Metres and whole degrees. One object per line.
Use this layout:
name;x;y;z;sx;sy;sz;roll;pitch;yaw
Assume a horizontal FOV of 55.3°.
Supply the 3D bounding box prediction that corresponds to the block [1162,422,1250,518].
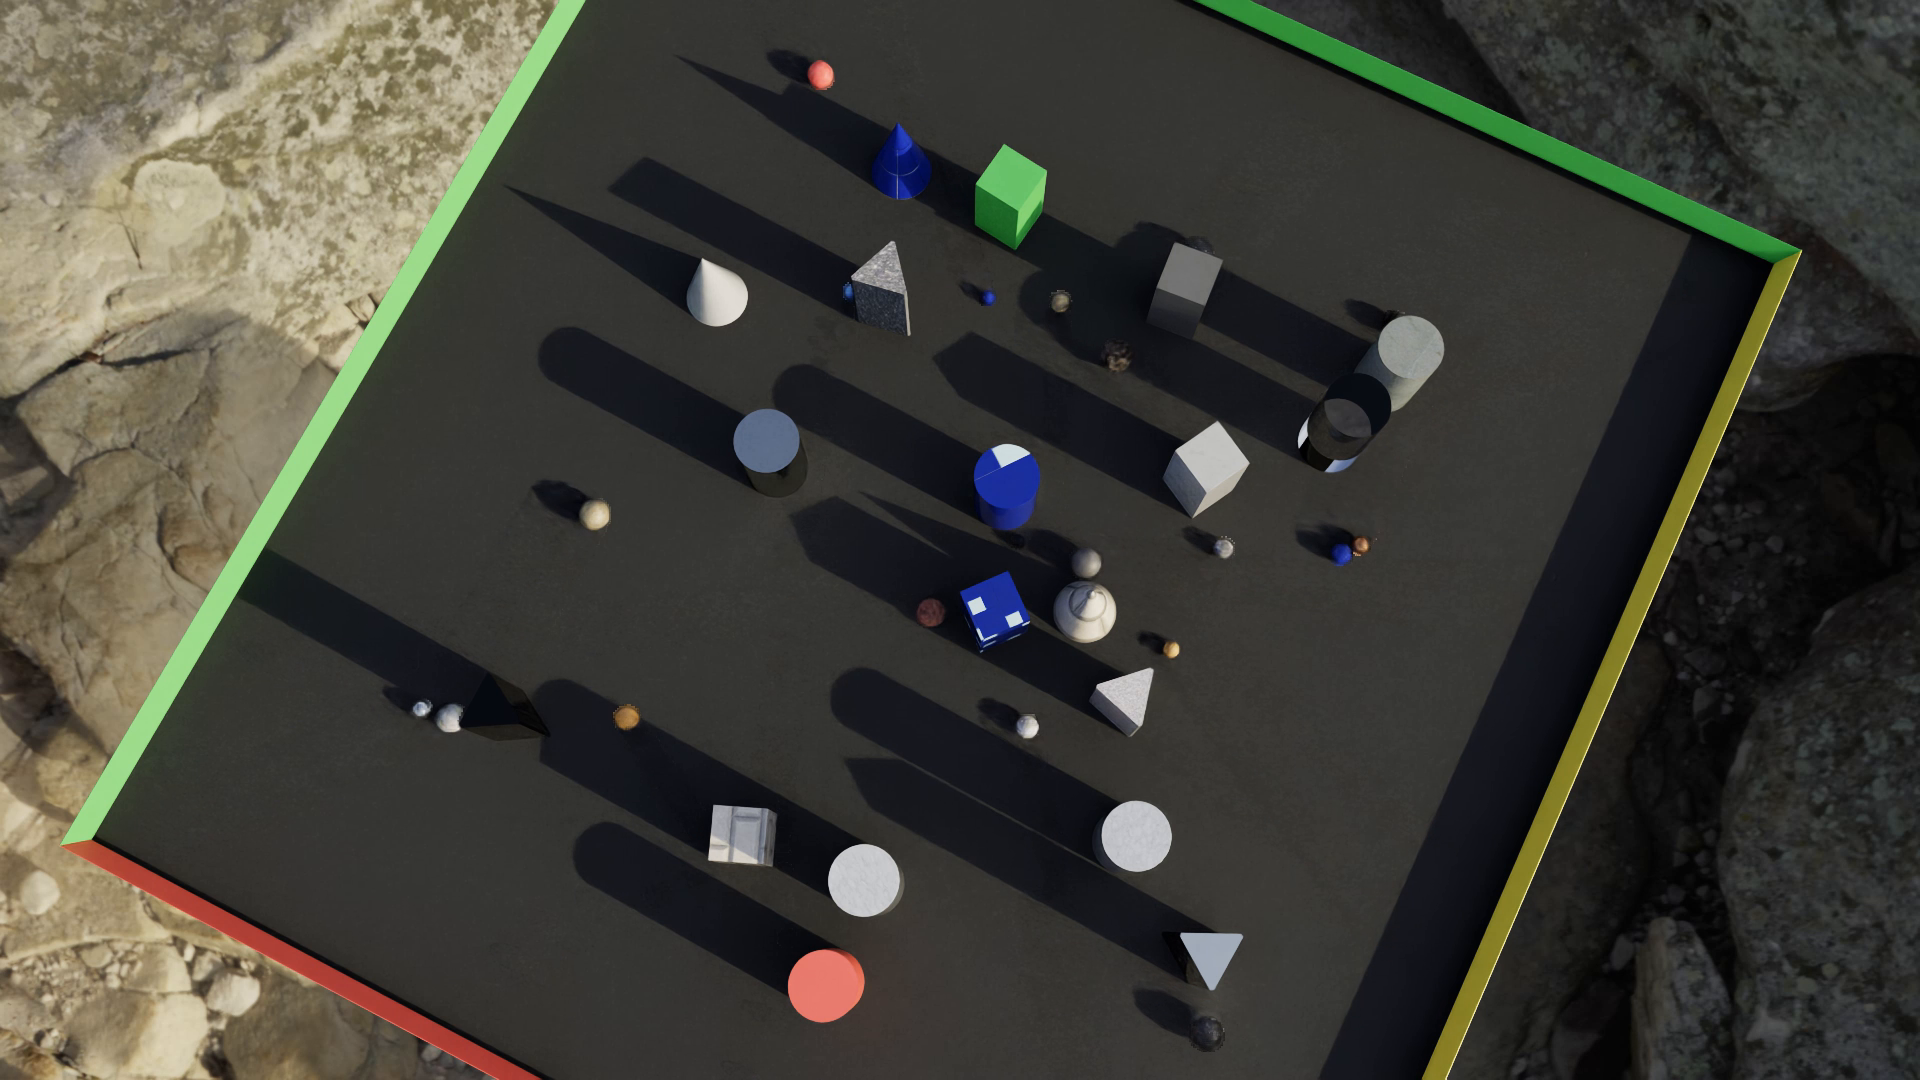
block;0.731;-0.206;5.481;0.155;0.349;0.155;-34;80;-7

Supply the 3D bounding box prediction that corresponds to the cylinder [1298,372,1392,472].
cylinder;1.144;-0.345;5.473;0.193;0.421;0.193;0;78;0

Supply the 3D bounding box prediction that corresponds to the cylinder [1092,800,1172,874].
cylinder;0.487;0.856;5.244;0.193;0.382;0.193;0;78;0

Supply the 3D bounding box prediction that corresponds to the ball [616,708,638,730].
ball;-0.994;0.533;5.471;0.068;0.068;0.068;0;78;0

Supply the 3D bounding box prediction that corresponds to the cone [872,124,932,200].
cone;-0.187;-1.218;5.681;0.193;0.367;0.193;0;78;0

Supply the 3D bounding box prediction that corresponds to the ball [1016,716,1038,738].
ball;0.200;0.557;5.466;0.069;0.069;0.069;0;78;0

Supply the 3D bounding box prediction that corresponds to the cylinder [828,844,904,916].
cylinder;-0.260;0.967;5.181;0.193;0.461;0.193;0;78;0

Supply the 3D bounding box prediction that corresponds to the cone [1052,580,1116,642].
cone;0.379;0.182;5.403;0.193;0.344;0.193;0;78;0

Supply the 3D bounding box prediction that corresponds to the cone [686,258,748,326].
cone;-0.766;-0.801;5.606;0.193;0.345;0.193;0;78;0

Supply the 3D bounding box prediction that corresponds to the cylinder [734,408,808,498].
cylinder;-0.564;-0.257;5.505;0.193;0.323;0.193;0;78;0

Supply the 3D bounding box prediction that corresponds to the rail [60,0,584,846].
rail;-1.701;-0.826;5.722;0.045;0.126;3.961;26;80;5

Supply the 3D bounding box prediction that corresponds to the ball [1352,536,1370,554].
ball;1.221;0.015;5.585;0.057;0.057;0.057;0;78;0

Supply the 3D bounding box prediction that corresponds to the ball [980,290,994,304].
ball;0.087;-0.761;5.752;0.044;0.044;0.044;0;78;0

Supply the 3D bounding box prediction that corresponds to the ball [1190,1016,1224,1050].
ball;0.711;1.419;5.274;0.095;0.095;0.095;0;78;0

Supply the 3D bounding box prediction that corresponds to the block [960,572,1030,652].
block;0.101;0.215;5.441;0.155;0.256;0.155;-23;79;-5

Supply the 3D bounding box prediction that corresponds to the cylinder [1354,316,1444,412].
cylinder;1.320;-0.528;5.540;0.193;0.364;0.193;0;78;0

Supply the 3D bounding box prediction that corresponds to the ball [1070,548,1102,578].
ball;0.382;0.069;5.555;0.093;0.093;0.093;0;78;0

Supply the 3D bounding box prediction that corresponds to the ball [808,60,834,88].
ball;-0.449;-1.495;5.883;0.084;0.084;0.084;0;78;0

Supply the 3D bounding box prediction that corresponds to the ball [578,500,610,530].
ball;-1.114;-0.077;5.584;0.094;0.094;0.094;0;78;0

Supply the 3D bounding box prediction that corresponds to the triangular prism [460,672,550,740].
triangular prism;-1.316;0.483;5.315;0.167;0.395;0.145;-4;78;-1

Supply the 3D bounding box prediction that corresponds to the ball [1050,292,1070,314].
ball;0.314;-0.742;5.738;0.063;0.063;0.063;0;78;0

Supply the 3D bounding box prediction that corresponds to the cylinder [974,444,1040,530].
cylinder;0.137;-0.155;5.493;0.193;0.305;0.193;0;78;0

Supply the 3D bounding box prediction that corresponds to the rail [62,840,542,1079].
rail;-0.875;1.721;5.195;3.852;0.126;0.045;26;80;5

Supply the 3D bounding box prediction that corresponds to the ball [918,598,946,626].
ball;-0.087;0.219;5.528;0.086;0.086;0.086;0;78;0

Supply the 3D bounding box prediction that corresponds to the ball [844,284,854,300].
ball;-0.339;-0.777;5.753;0.047;0.047;0.047;0;78;0

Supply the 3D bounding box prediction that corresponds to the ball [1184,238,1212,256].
ball;0.746;-0.904;5.756;0.093;0.093;0.093;0;78;0

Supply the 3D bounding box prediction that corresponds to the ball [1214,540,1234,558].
ball;0.802;0.027;5.581;0.059;0.059;0.059;0;78;0

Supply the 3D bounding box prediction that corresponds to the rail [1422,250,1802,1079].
rail;1.701;0.840;5.378;0.045;0.126;3.961;26;80;5

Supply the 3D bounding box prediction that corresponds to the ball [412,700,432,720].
ball;-1.612;0.506;5.482;0.058;0.058;0.058;0;78;0

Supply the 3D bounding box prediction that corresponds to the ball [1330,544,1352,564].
ball;1.161;0.042;5.575;0.063;0.063;0.063;0;78;0

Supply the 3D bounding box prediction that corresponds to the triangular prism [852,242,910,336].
triangular prism;-0.218;-0.773;5.575;0.167;0.394;0.145;17;79;3

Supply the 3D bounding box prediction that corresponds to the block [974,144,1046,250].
block;0.154;-1.056;5.666;0.155;0.330;0.155;33;80;6

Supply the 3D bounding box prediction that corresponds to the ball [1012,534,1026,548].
ball;0.182;0.004;5.594;0.042;0.042;0.042;0;78;0

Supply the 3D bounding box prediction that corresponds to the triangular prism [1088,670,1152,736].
triangular prism;0.498;0.451;5.358;0.167;0.323;0.145;42;81;8

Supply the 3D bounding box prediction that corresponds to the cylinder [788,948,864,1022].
cylinder;-0.375;1.257;5.188;0.193;0.329;0.193;0;78;0

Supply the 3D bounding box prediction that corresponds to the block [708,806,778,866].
block;-0.626;0.858;5.302;0.155;0.269;0.155;4;78;1

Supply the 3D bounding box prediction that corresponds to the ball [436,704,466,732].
ball;-1.518;0.532;5.463;0.086;0.086;0.086;0;78;0

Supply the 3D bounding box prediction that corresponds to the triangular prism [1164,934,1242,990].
triangular prism;0.655;1.144;5.146;0.145;0.458;0.167;31;80;6

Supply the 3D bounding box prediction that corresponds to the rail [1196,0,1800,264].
rail;0.875;-1.707;5.905;3.852;0.126;0.045;26;80;5

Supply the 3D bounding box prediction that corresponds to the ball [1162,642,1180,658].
ball;0.637;0.330;5.522;0.051;0.051;0.051;0;78;0

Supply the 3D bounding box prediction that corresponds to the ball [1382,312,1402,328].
ball;1.355;-0.677;5.720;0.071;0.071;0.071;0;78;0

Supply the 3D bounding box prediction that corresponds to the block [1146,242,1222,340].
block;0.683;-0.759;5.607;0.155;0.326;0.155;22;79;4

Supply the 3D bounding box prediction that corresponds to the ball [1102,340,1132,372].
ball;0.488;-0.571;5.685;0.097;0.097;0.097;0;78;0
